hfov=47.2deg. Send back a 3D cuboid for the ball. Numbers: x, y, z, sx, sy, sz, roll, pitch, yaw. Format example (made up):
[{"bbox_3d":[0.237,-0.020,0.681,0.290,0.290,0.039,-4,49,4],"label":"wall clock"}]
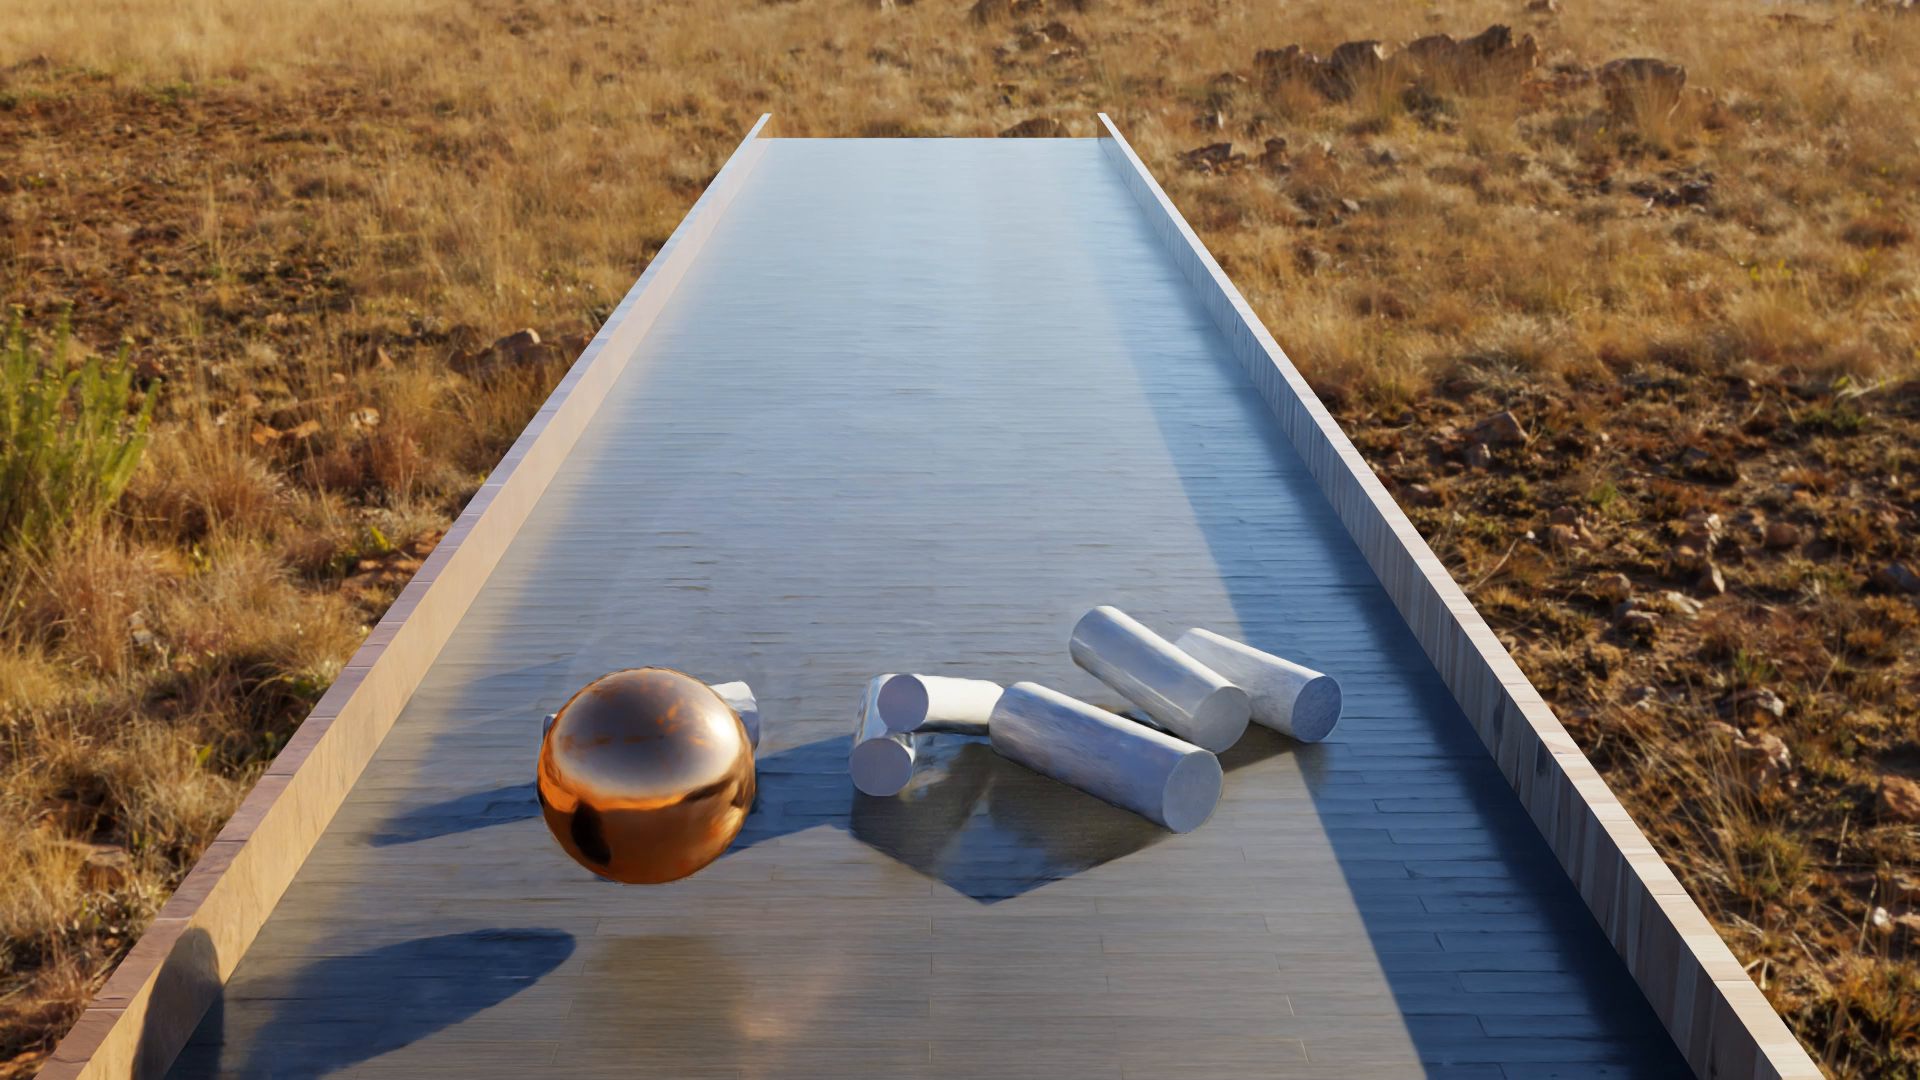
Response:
[{"bbox_3d":[-0.468,0.352,3.283,0.324,0.324,0.324,0,17,0],"label":"ball"}]

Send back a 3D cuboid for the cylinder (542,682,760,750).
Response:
[{"bbox_3d":[-0.540,0.340,3.855,0.354,0.130,0.130,-9,19,-27],"label":"cylinder"}]

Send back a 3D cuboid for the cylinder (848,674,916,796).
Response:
[{"bbox_3d":[-0.131,0.342,3.887,0.109,0.109,0.314,0,17,1],"label":"cylinder"}]

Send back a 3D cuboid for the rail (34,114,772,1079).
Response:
[{"bbox_3d":[-1.118,-0.838,7.780,0.050,0.150,12.000,0,17,-1],"label":"rail"}]

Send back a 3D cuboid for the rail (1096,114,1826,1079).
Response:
[{"bbox_3d":[0.932,-0.844,7.801,0.050,0.150,12.000,0,17,-1],"label":"rail"}]

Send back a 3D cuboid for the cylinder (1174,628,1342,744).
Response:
[{"bbox_3d":[0.545,0.269,4.098,0.128,0.128,0.330,-12,20,-35],"label":"cylinder"}]

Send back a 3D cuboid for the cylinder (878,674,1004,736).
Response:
[{"bbox_3d":[-0.026,0.292,3.873,0.100,0.100,0.302,9,-1,28],"label":"cylinder"}]

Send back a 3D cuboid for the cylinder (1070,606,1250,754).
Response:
[{"bbox_3d":[0.366,0.255,4.075,0.133,0.133,0.397,-9,24,-29],"label":"cylinder"}]

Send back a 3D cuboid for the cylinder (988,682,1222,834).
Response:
[{"bbox_3d":[0.242,0.365,3.748,0.143,0.143,0.425,-14,21,-39],"label":"cylinder"}]
